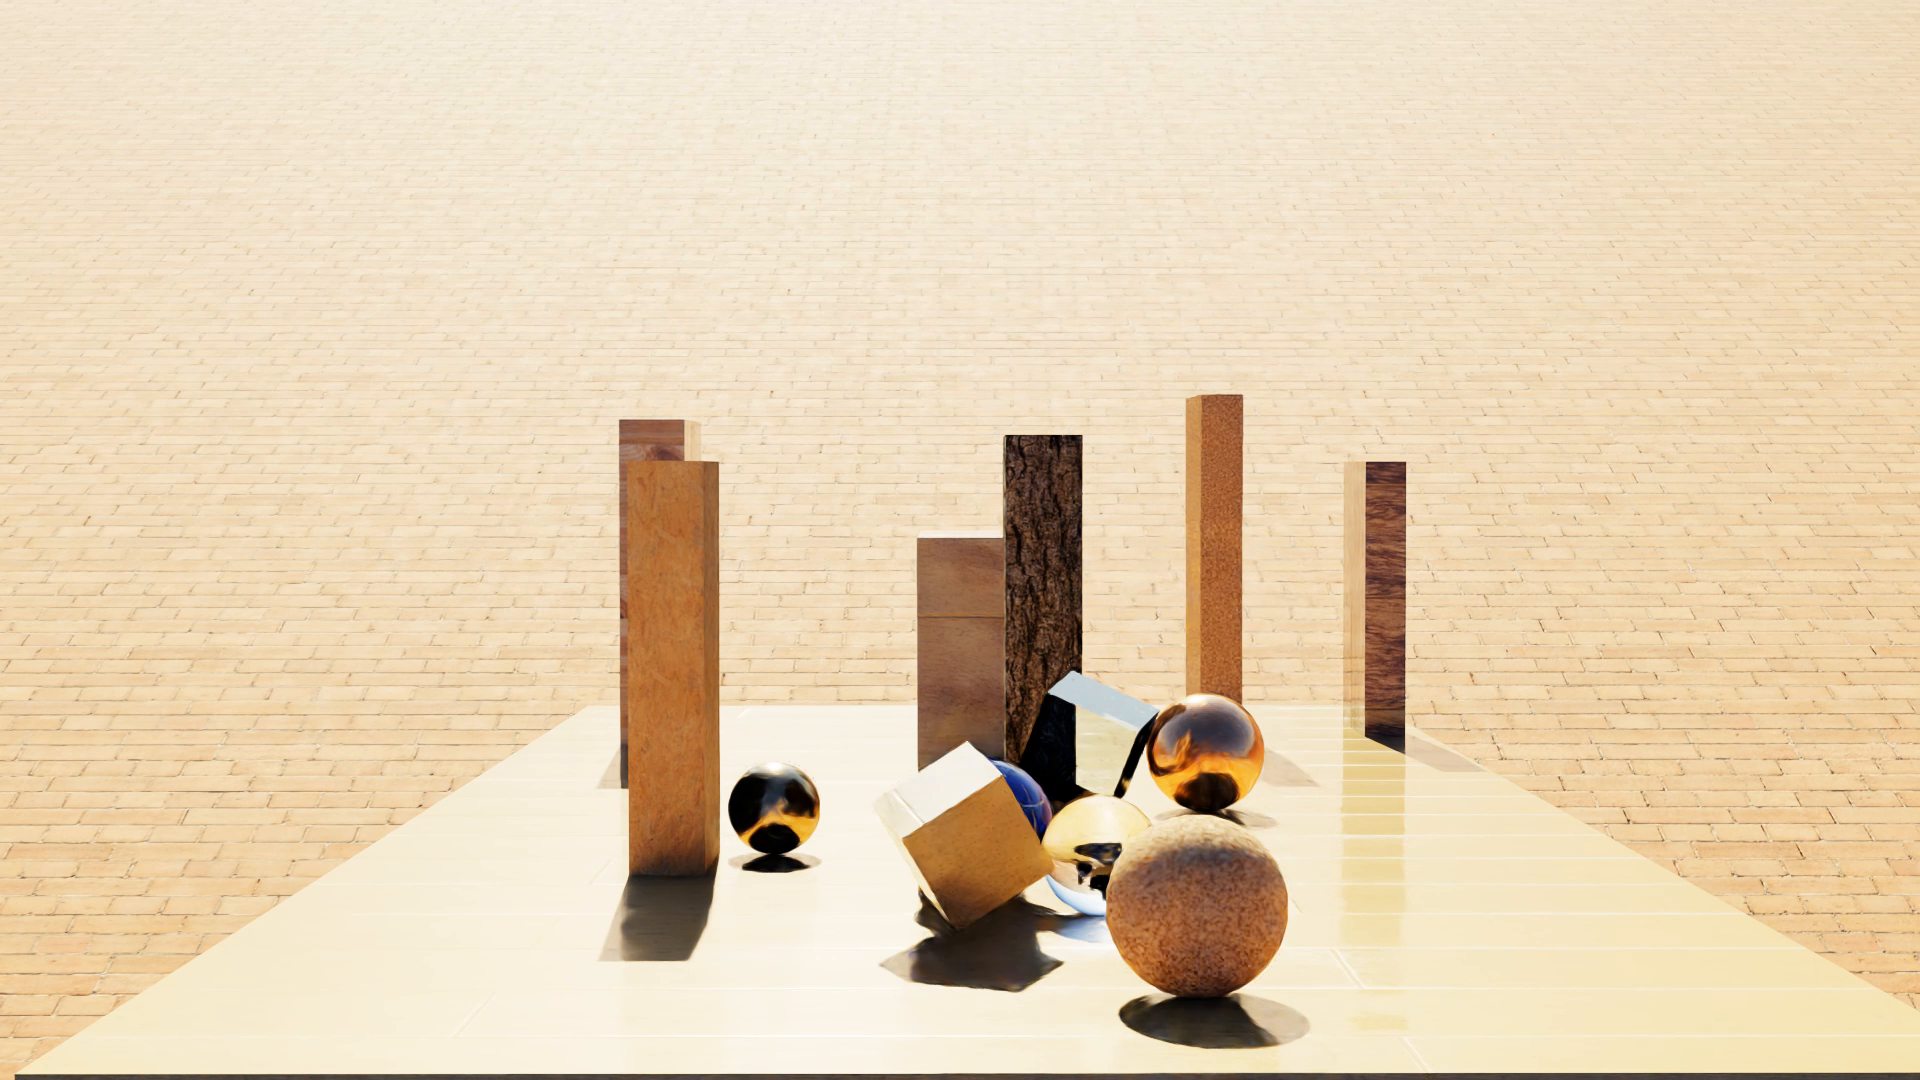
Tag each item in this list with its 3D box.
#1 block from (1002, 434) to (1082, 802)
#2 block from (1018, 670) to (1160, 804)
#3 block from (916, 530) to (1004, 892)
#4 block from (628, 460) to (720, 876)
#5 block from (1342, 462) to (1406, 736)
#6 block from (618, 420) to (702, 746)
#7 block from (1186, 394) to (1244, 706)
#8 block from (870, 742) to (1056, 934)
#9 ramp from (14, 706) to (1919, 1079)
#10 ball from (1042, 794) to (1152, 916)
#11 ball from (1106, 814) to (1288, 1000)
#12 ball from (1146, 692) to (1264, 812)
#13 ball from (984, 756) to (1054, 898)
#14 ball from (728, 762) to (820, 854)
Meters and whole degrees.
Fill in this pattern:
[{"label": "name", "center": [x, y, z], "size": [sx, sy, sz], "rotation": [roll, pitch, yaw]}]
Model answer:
[{"label": "block", "center": [0.152, 0.137, 4.814], "size": [0.139, 0.663, 0.320], "rotation": [0, 2, 0]}, {"label": "block", "center": [0.203, 0.326, 4.120], "size": [0.156, 0.156, 0.156], "rotation": [24, 16, 12]}, {"label": "block", "center": [0.000, 0.243, 3.869], "size": [0.123, 0.503, 0.414], "rotation": [0, 2, 0]}, {"label": "block", "center": [-0.434, 0.186, 3.933], "size": [0.112, 0.613, 0.254], "rotation": [0, 2, 0]}, {"label": "block", "center": [0.953, 0.128, 5.941], "size": [0.091, 0.618, 0.325], "rotation": [0, 2, 0]}, {"label": "block", "center": [-0.670, 0.087, 5.795], "size": [0.143, 0.710, 0.368], "rotation": [0, 2, 0]}, {"label": "block", "center": [0.578, 0.056, 5.893], "size": [0.093, 0.766, 0.387], "rotation": [0, 2, 0]}, {"label": "block", "center": [0.003, 0.375, 3.274], "size": [0.149, 0.149, 0.149], "rotation": [-32, 19, -8]}, {"label": "ramp", "center": [0.058, 0.525, 4.563], "size": [2.000, 0.100, 4.000], "rotation": [0, 2, 0]}, {"label": "ball", "center": [0.189, 0.424, 3.465], "size": [0.162, 0.162, 0.162], "rotation": [0, 26, 0]}, {"label": "ball", "center": [0.269, 0.416, 2.928], "size": [0.208, 0.208, 0.208], "rotation": [0, 26, 0]}, {"label": "ball", "center": [0.430, 0.372, 4.525], "size": [0.208, 0.208, 0.208], "rotation": [0, 26, 0]}, {"label": "ball", "center": [0.030, 0.401, 3.559], "size": [0.203, 0.203, 0.203], "rotation": [0, 26, 0]}, {"label": "ball", "center": [-0.289, 0.418, 4.021], "size": [0.145, 0.145, 0.145], "rotation": [0, 26, 0]}]
